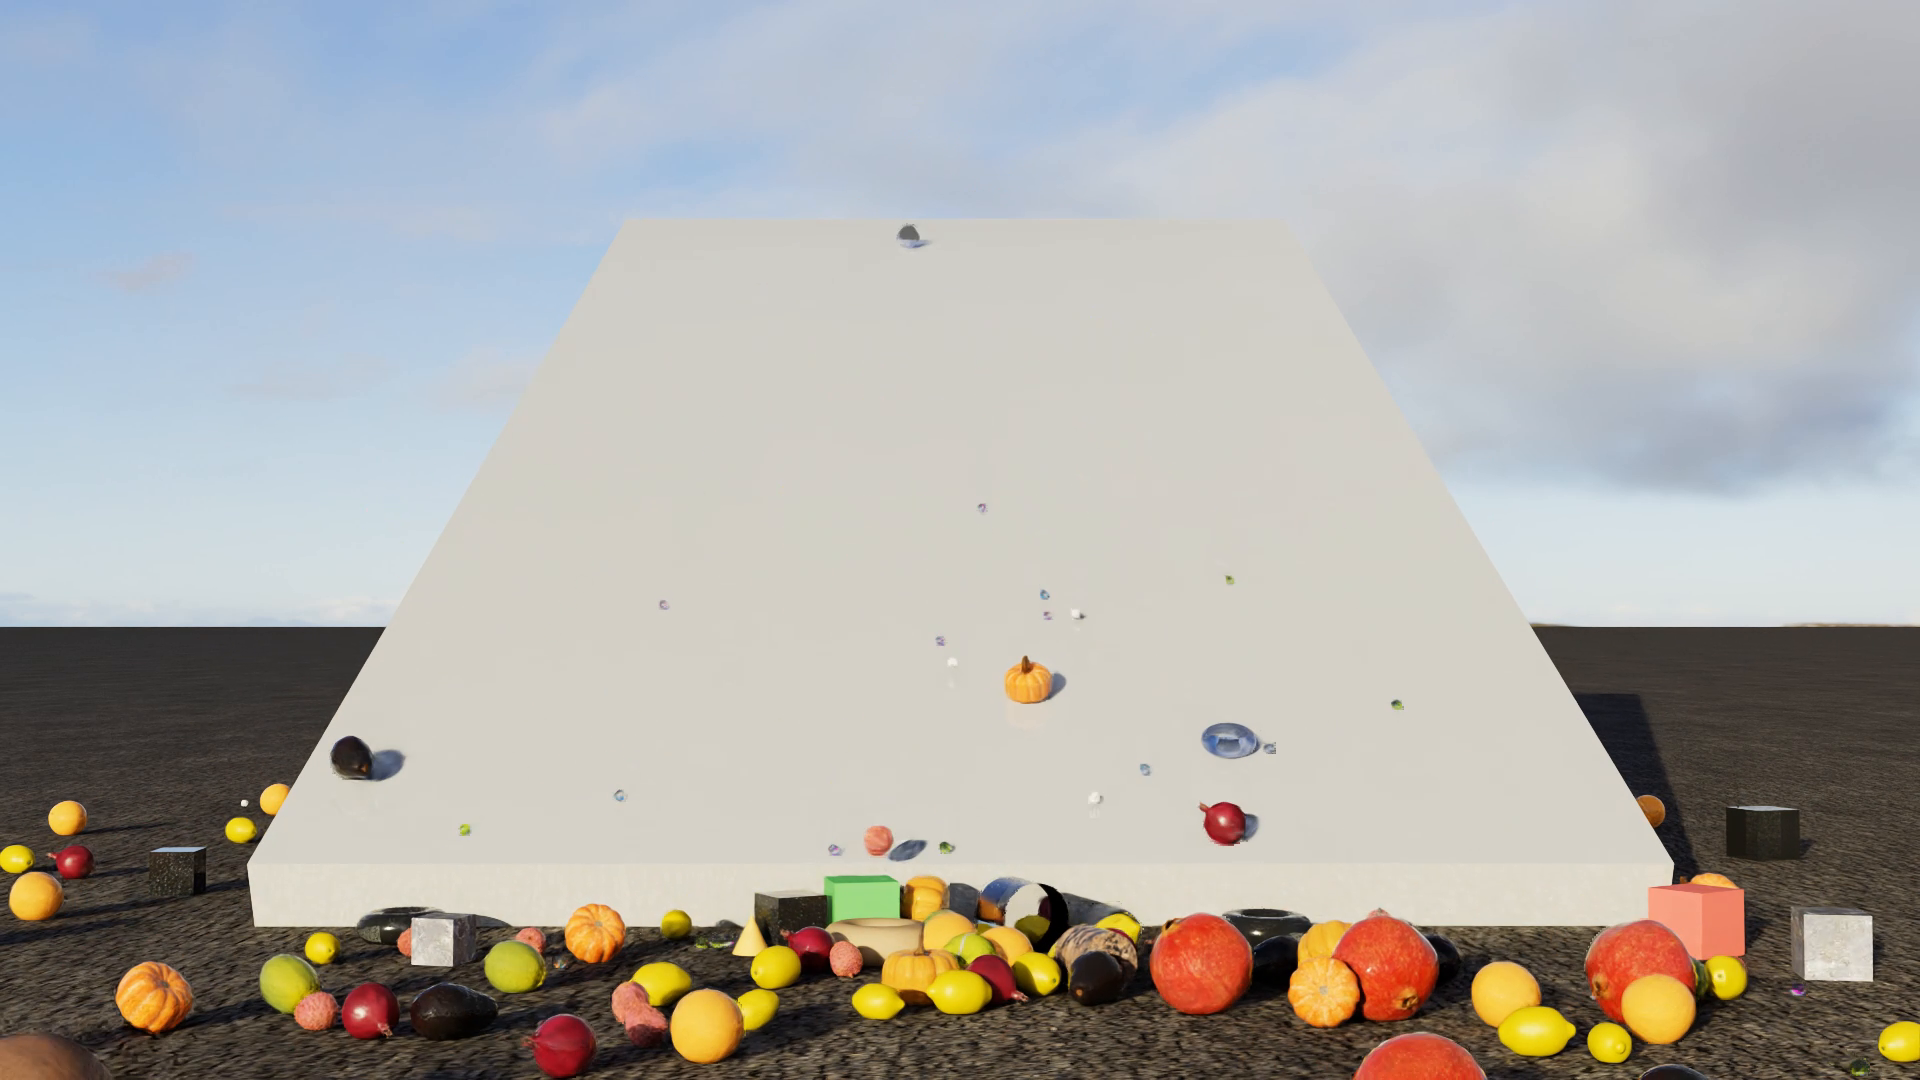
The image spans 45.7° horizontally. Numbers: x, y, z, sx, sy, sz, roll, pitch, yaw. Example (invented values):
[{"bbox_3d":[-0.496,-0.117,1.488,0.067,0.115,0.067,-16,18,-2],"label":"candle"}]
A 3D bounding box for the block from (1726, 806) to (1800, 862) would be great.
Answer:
[{"bbox_3d":[1.465,0.535,4.163,0.090,0.090,0.090,1,-2,-17],"label":"block"}]

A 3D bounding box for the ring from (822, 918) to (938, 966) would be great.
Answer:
[{"bbox_3d":[-0.103,0.512,2.907,0.149,0.050,0.149,1,-3,0],"label":"ring"}]

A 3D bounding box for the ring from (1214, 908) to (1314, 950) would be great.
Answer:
[{"bbox_3d":[0.406,0.519,3.043,0.131,0.044,0.131,1,-1,0],"label":"ring"}]

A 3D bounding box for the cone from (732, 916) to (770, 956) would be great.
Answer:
[{"bbox_3d":[-0.271,0.513,2.973,0.050,0.050,0.050,0,-2,0],"label":"cone"}]

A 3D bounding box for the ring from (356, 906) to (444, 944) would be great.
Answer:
[{"bbox_3d":[-0.754,0.522,3.092,0.123,0.041,0.123,-1,-2,0],"label":"ring"}]

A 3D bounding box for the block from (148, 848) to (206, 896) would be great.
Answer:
[{"bbox_3d":[-1.242,0.527,3.623,0.069,0.069,0.069,0,-2,-3],"label":"block"}]

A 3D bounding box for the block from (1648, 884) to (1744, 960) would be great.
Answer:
[{"bbox_3d":[0.958,0.496,2.968,0.085,0.085,0.085,1,-2,-34],"label":"block"}]

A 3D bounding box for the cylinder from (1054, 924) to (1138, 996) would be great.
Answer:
[{"bbox_3d":[0.159,0.491,2.668,0.073,0.073,0.073,1,-2,-22],"label":"cylinder"}]

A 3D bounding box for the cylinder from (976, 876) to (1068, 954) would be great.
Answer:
[{"bbox_3d":[0.082,0.493,3.002,0.093,0.093,0.093,1,-2,-22],"label":"cylinder"}]

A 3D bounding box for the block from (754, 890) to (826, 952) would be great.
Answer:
[{"bbox_3d":[-0.225,0.504,3.022,0.071,0.071,0.071,1,-2,-31],"label":"block"}]

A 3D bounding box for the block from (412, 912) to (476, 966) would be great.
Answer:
[{"bbox_3d":[-0.655,0.506,2.894,0.058,0.058,0.058,-1,-2,16],"label":"block"}]

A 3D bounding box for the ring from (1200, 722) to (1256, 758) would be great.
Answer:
[{"bbox_3d":[0.416,0.310,3.534,0.087,0.029,0.087,-1,22,0],"label":"ring"}]

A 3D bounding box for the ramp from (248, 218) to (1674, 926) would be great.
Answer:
[{"bbox_3d":[-0.006,-0.214,5.082,2.000,0.100,4.000,0,21,0],"label":"ramp"}]

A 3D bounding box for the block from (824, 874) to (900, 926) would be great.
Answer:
[{"bbox_3d":[-0.132,0.498,3.056,0.087,0.087,0.087,0,-2,-13],"label":"block"}]

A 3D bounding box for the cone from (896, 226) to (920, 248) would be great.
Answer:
[{"bbox_3d":[-0.144,-0.870,6.613,0.067,0.067,0.067,0,-6,10],"label":"cone"}]

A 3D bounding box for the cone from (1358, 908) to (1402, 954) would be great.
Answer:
[{"bbox_3d":[0.551,0.510,2.992,0.058,0.058,0.058,0,-2,0],"label":"cone"}]

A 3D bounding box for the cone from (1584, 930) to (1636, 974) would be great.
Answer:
[{"bbox_3d":[0.812,0.521,2.819,0.055,0.055,0.055,2,24,-47],"label":"cone"}]

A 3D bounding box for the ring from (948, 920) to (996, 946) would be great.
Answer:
[{"bbox_3d":[0.023,0.529,3.072,0.080,0.027,0.080,-1,-1,0],"label":"ring"}]

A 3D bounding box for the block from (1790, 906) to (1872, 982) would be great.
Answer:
[{"bbox_3d":[1.064,0.493,2.785,0.078,0.078,0.078,0,-2,9],"label":"block"}]
